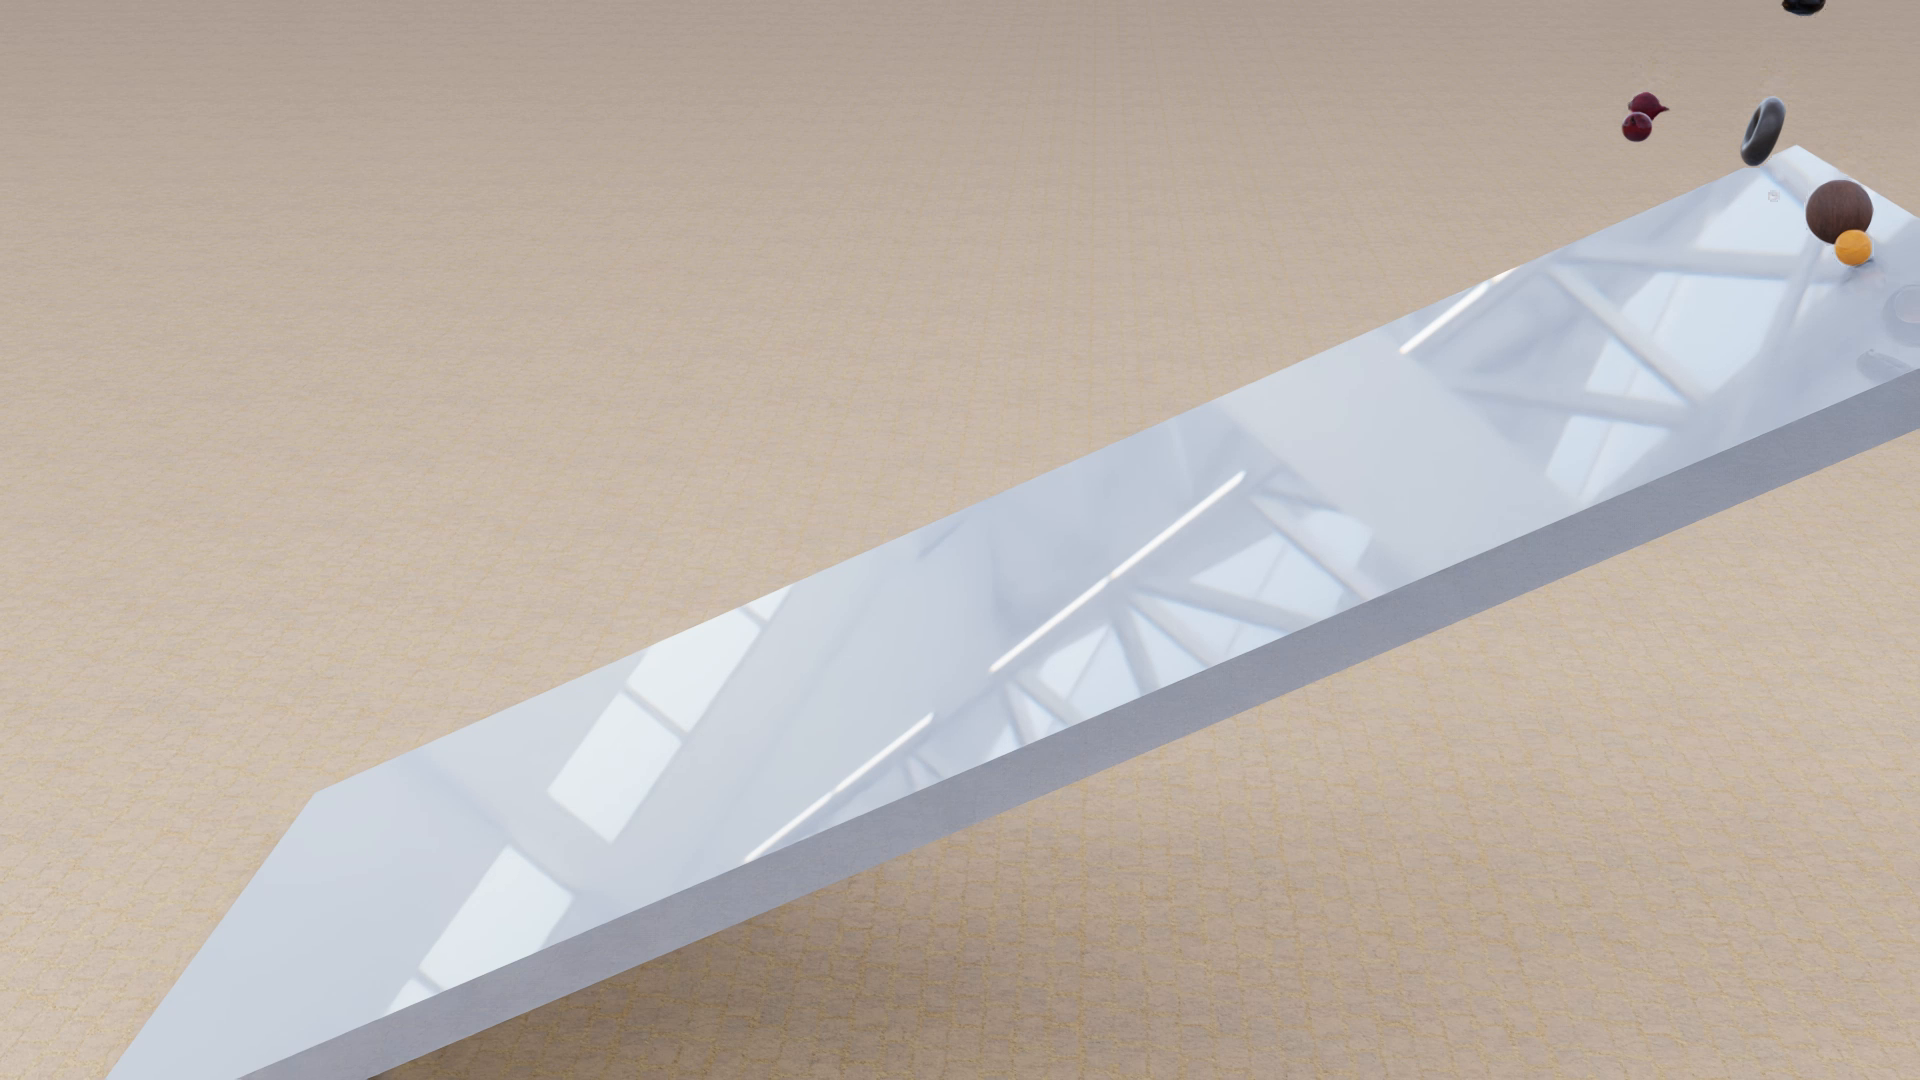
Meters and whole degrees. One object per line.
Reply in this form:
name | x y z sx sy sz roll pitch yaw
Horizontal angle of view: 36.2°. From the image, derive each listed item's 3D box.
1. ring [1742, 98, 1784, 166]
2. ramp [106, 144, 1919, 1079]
ring | 1.653 -0.841 6.056 0.049 0.148 0.148 20 17 1
ramp | 0.134 0.169 6.283 4.000 0.100 2.000 -24 13 9
